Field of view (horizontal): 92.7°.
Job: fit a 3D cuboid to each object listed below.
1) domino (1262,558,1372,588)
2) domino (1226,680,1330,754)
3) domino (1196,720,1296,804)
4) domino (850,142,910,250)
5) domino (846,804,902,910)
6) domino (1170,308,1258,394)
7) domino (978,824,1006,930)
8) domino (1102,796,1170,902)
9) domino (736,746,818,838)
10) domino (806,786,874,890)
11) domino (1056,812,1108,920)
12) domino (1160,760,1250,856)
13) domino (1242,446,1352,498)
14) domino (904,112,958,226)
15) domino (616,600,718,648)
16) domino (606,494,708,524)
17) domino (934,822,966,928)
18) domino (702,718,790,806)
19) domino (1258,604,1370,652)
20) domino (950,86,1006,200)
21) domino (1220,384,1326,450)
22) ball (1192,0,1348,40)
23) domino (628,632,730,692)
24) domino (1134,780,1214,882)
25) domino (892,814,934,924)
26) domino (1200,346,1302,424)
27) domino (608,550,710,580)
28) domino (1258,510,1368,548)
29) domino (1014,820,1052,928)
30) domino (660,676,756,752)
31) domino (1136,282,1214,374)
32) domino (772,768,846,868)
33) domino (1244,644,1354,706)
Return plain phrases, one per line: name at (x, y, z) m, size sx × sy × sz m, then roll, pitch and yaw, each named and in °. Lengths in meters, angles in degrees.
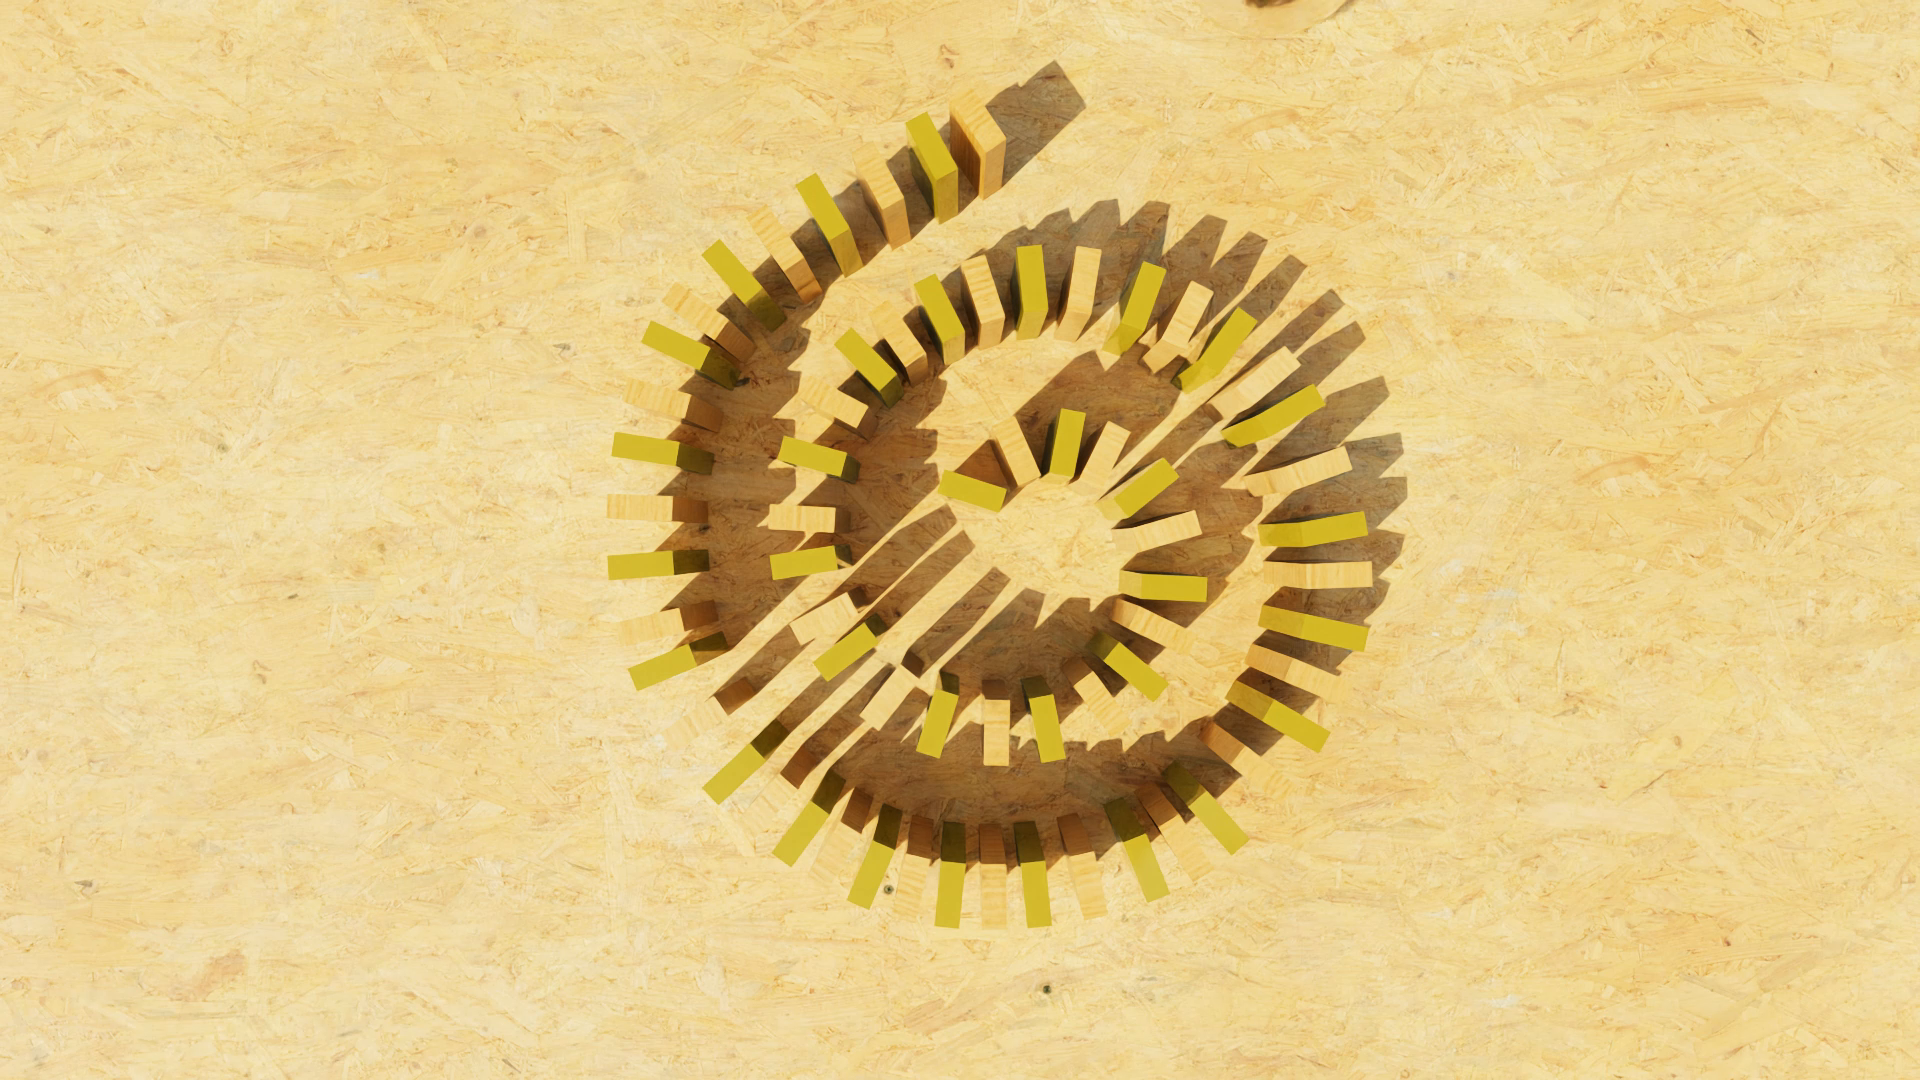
domino at (0.145, 0.013, 0.375) m, size 0.025 × 0.050 × 0.009 m, roll -2°, pitch 90°, yaw 0°
domino at (0.129, 0.071, 0.375) m, size 0.025 × 0.050 × 0.009 m, roll 30°, pitch 90°, yaw 0°
domino at (0.116, 0.090, 0.375) m, size 0.025 × 0.050 × 0.010 m, roll 38°, pitch 90°, yaw 0°
domino at (-0.032, -0.139, 0.375) m, size 0.009 × 0.050 × 0.025 m, roll -29°, pitch 90°, yaw 0°
domino at (-0.034, 0.128, 0.375) m, size 0.009 × 0.050 × 0.025 m, roll 23°, pitch 90°, yaw 0°
domino at (0.103, -0.076, 0.375) m, size 0.009 × 0.050 × 0.025 m, roll 36°, pitch 90°, yaw 0°
domino at (0.013, 0.136, 0.375) m, size 0.009 × 0.050 × 0.025 m, roll -1°, pitch 90°, yaw 0°
domino at (0.071, 0.125, 0.375) m, size 0.009 × 0.050 × 0.025 m, roll -22°, pitch 90°, yaw 0°
domino at (-0.074, 0.102, 0.375) m, size 0.009 × 0.050 × 0.025 m, roll 42°, pitch 90°, yaw 0°
domino at (-0.048, 0.121, 0.375) m, size 0.009 × 0.050 × 0.025 m, roll 31°, pitch 90°, yaw 0°
domino at (0.049, 0.132, 0.375) m, size 0.010 × 0.050 × 0.025 m, roll -13°, pitch 90°, yaw 0°
domino at (0.099, 0.108, 0.375) m, size 0.009 × 0.050 × 0.025 m, roll -42°, pitch 90°, yaw 0°
domino at (0.137, -0.027, 0.375) m, size 0.025 × 0.050 × 0.010 m, roll -20°, pitch 90°, yaw 0°
domino at (-0.011, -0.151, 0.375) m, size 0.010 × 0.050 × 0.025 m, roll -28°, pitch 90°, yaw 0°
domino at (-0.118, 0.033, 0.375) m, size 0.025 × 0.050 × 0.009 m, roll -13°, pitch 90°, yaw 0°
domino at (-0.122, -0.012, 0.375) m, size 0.025 × 0.050 × 0.009 m, roll 2°, pitch 90°, yaw 0°
domino at (-0.004, 0.136, 0.375) m, size 0.009 × 0.050 × 0.025 m, roll 6°, pitch 90°, yaw 0°
domino at (-0.086, 0.090, 0.375) m, size 0.025 × 0.050 × 0.009 m, roll -43°, pitch 90°, yaw 0°
domino at (0.143, 0.036, 0.375) m, size 0.025 × 0.050 × 0.010 m, roll 12°, pitch 90°, yaw 0°
domino at (0.007, -0.161, 0.375) m, size 0.010 × 0.050 × 0.025 m, roll -34°, pitch 90°, yaw 0°
domino at (0.127, -0.050, 0.375) m, size 0.025 × 0.050 × 0.010 m, roll -30°, pitch 90°, yaw 0°
ball at (0.126, -0.242, 0.360) m, size 0.080 × 0.080 × 0.080 m, roll 0°, pitch 90°, yaw 0°
domino at (-0.114, 0.049, 0.375) m, size 0.025 × 0.050 × 0.010 m, roll -22°, pitch 90°, yaw 0°
domino at (0.086, 0.118, 0.375) m, size 0.009 × 0.050 × 0.025 m, roll -32°, pitch 90°, yaw 0°
domino at (-0.019, 0.133, 0.375) m, size 0.009 × 0.050 × 0.025 m, roll 13°, pitch 90°, yaw 0°
domino at (0.118, -0.062, 0.375) m, size 0.025 × 0.050 × 0.009 m, roll -40°, pitch 90°, yaw 0°
domino at (-0.122, 0.010, 0.375) m, size 0.025 × 0.050 × 0.009 m, roll -4°, pitch 90°, yaw 0°
domino at (0.143, -0.004, 0.375) m, size 0.025 × 0.050 × 0.009 m, roll -10°, pitch 90°, yaw 0°
domino at (0.029, 0.135, 0.375) m, size 0.010 × 0.050 × 0.025 m, roll -6°, pitch 90°, yaw 0°
domino at (-0.102, 0.071, 0.375) m, size 0.025 × 0.050 × 0.009 m, roll -34°, pitch 90°, yaw 0°
domino at (0.087, -0.086, 0.375) m, size 0.009 × 0.050 × 0.025 m, roll 27°, pitch 90°, yaw 0°
domino at (-0.061, 0.112, 0.375) m, size 0.010 × 0.050 × 0.025 m, roll 36°, pitch 90°, yaw 0°
domino at (0.137, 0.054, 0.375) m, size 0.025 × 0.050 × 0.009 m, roll 23°, pitch 90°, yaw 0°
